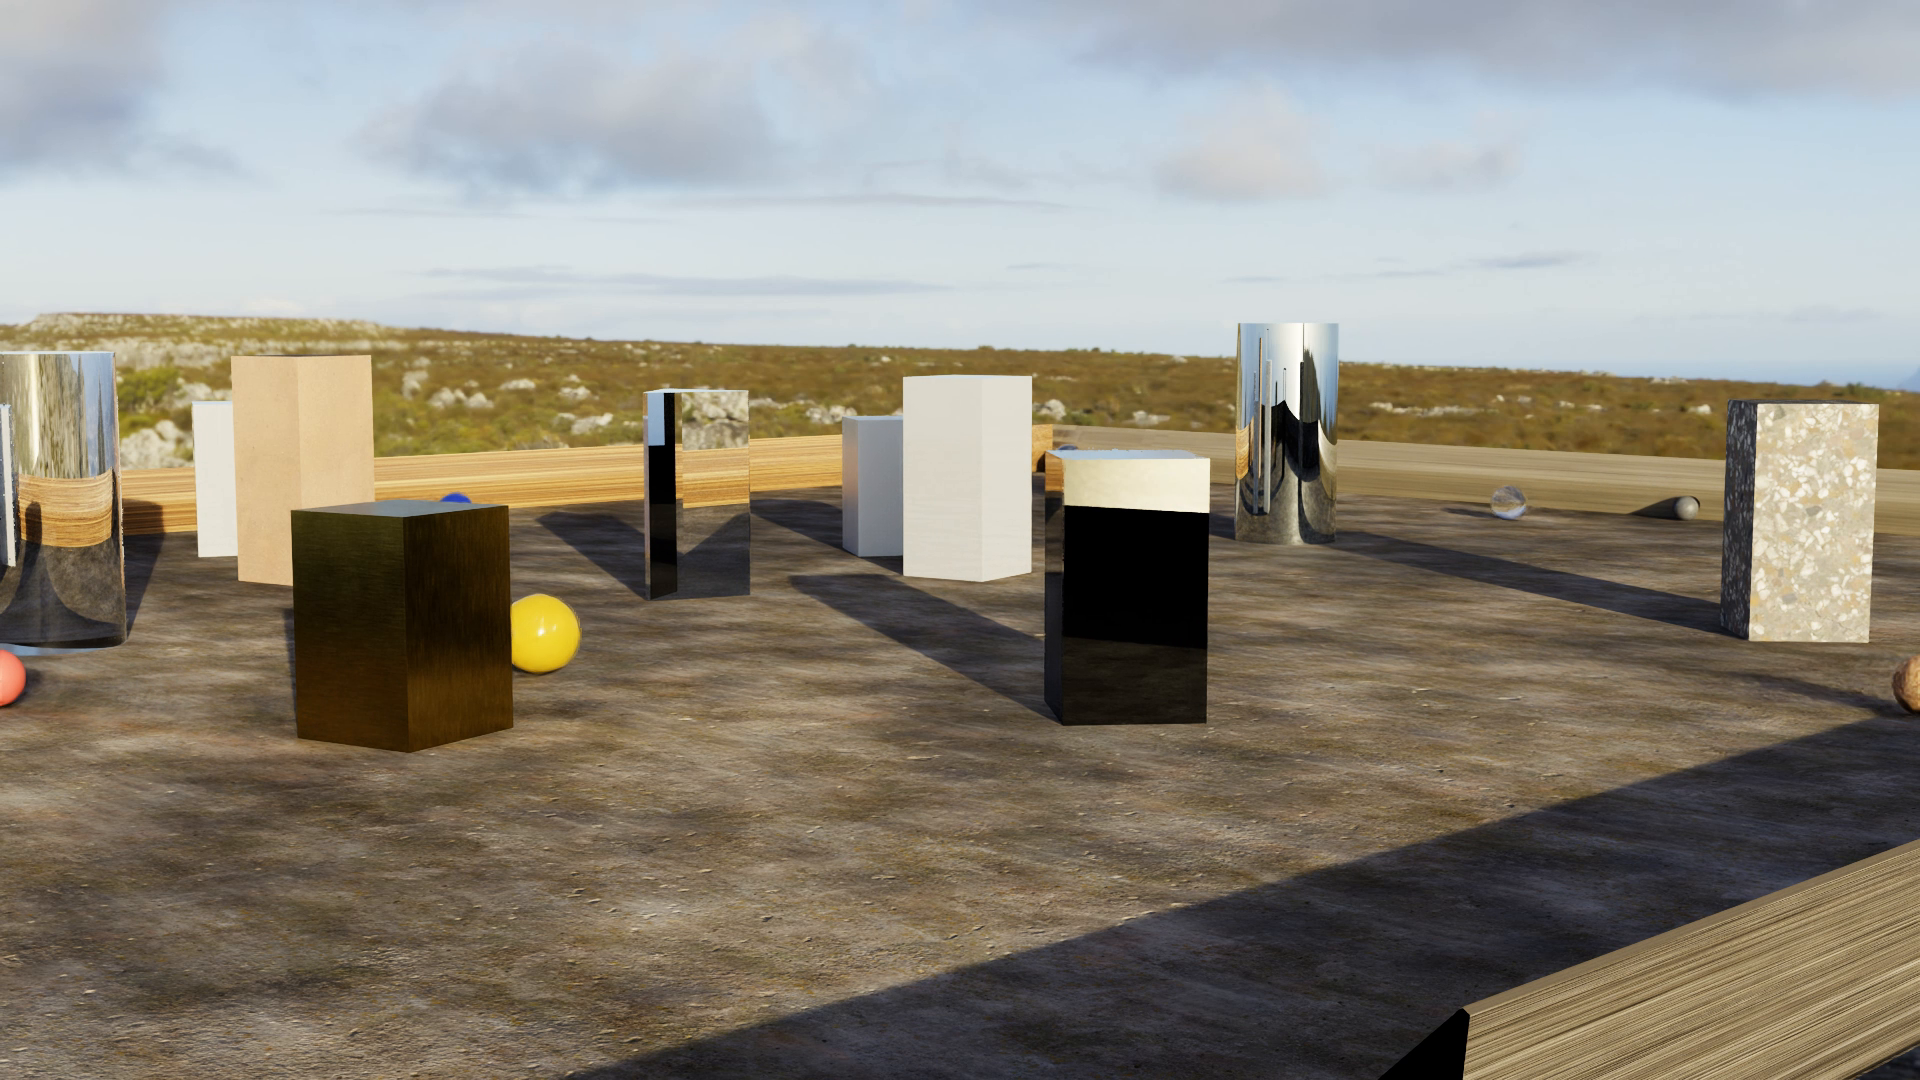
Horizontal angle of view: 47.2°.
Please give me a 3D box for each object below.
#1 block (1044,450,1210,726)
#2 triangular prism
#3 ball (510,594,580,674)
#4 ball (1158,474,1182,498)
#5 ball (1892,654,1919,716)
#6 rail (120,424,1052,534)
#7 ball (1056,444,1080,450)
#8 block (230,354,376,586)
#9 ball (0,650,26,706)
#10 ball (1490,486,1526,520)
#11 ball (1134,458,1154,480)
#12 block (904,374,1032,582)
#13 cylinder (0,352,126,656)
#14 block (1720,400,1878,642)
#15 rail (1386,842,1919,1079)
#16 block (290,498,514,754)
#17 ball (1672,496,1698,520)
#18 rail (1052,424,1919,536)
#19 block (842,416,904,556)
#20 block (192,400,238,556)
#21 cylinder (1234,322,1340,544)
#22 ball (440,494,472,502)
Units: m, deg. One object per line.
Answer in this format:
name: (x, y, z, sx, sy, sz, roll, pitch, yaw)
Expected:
block: (0.181, 0.048, 2.430, 0.156, 0.286, 0.156, -1, 6, -5)
triangular prism: (-0.435, -0.076, 3.457, 0.169, 0.319, 0.146, -3, 7, -26)
ball: (-0.516, 0.115, 2.696, 0.098, 0.098, 0.098, 0, 6, 0)
ball: (0.497, -0.127, 5.205, 0.056, 0.056, 0.056, 0, 6, 0)
ball: (1.059, 0.159, 2.407, 0.071, 0.071, 0.071, 0, 6, 0)
rail: (-1.256, -0.109, 4.686, 4.160, 0.127, 0.045, -5, 8, -42)
ball: (0.292, -0.218, 5.948, 0.084, 0.084, 0.084, 0, 6, 0)
block: (-1.083, -0.119, 3.634, 0.156, 0.369, 0.156, 4, 7, 32)
ball: (-1.084, 0.155, 2.471, 0.065, 0.065, 0.065, 0, 6, 0)
ball: (1.165, -0.079, 4.670, 0.073, 0.073, 0.073, 0, 6, 0)
ball: (0.485, -0.186, 5.782, 0.055, 0.055, 0.055, 0, 6, 0)
block: (0.013, -0.108, 3.702, 0.156, 0.333, 0.156, 4, 7, 33)
cylinder: (-1.216, -0.054, 2.915, 0.195, 0.388, 0.195, 0, 6, 0)
block: (1.149, -0.030, 3.020, 0.156, 0.319, 0.156, 1, 6, 5)
rail: (1.256, 0.175, 1.978, 4.160, 0.127, 0.045, -5, 8, -42)
block: (-0.584, 0.085, 2.309, 0.156, 0.239, 0.156, 3, 7, 30)
ball: (1.535, -0.067, 4.653, 0.053, 0.053, 0.053, 0, 6, 0)
rail: (1.511, -0.112, 4.719, 0.045, 0.127, 3.752, -5, 8, -42)
block: (-0.126, -0.102, 4.060, 0.156, 0.247, 0.156, -1, 6, -14)
block: (-1.330, -0.116, 4.059, 0.156, 0.274, 0.156, -2, 6, -20)
cylinder: (0.631, -0.209, 4.252, 0.195, 0.419, 0.195, 0, 6, 0)
ball: (-1.012, -0.055, 4.409, 0.079, 0.079, 0.079, 0, 6, 0)
